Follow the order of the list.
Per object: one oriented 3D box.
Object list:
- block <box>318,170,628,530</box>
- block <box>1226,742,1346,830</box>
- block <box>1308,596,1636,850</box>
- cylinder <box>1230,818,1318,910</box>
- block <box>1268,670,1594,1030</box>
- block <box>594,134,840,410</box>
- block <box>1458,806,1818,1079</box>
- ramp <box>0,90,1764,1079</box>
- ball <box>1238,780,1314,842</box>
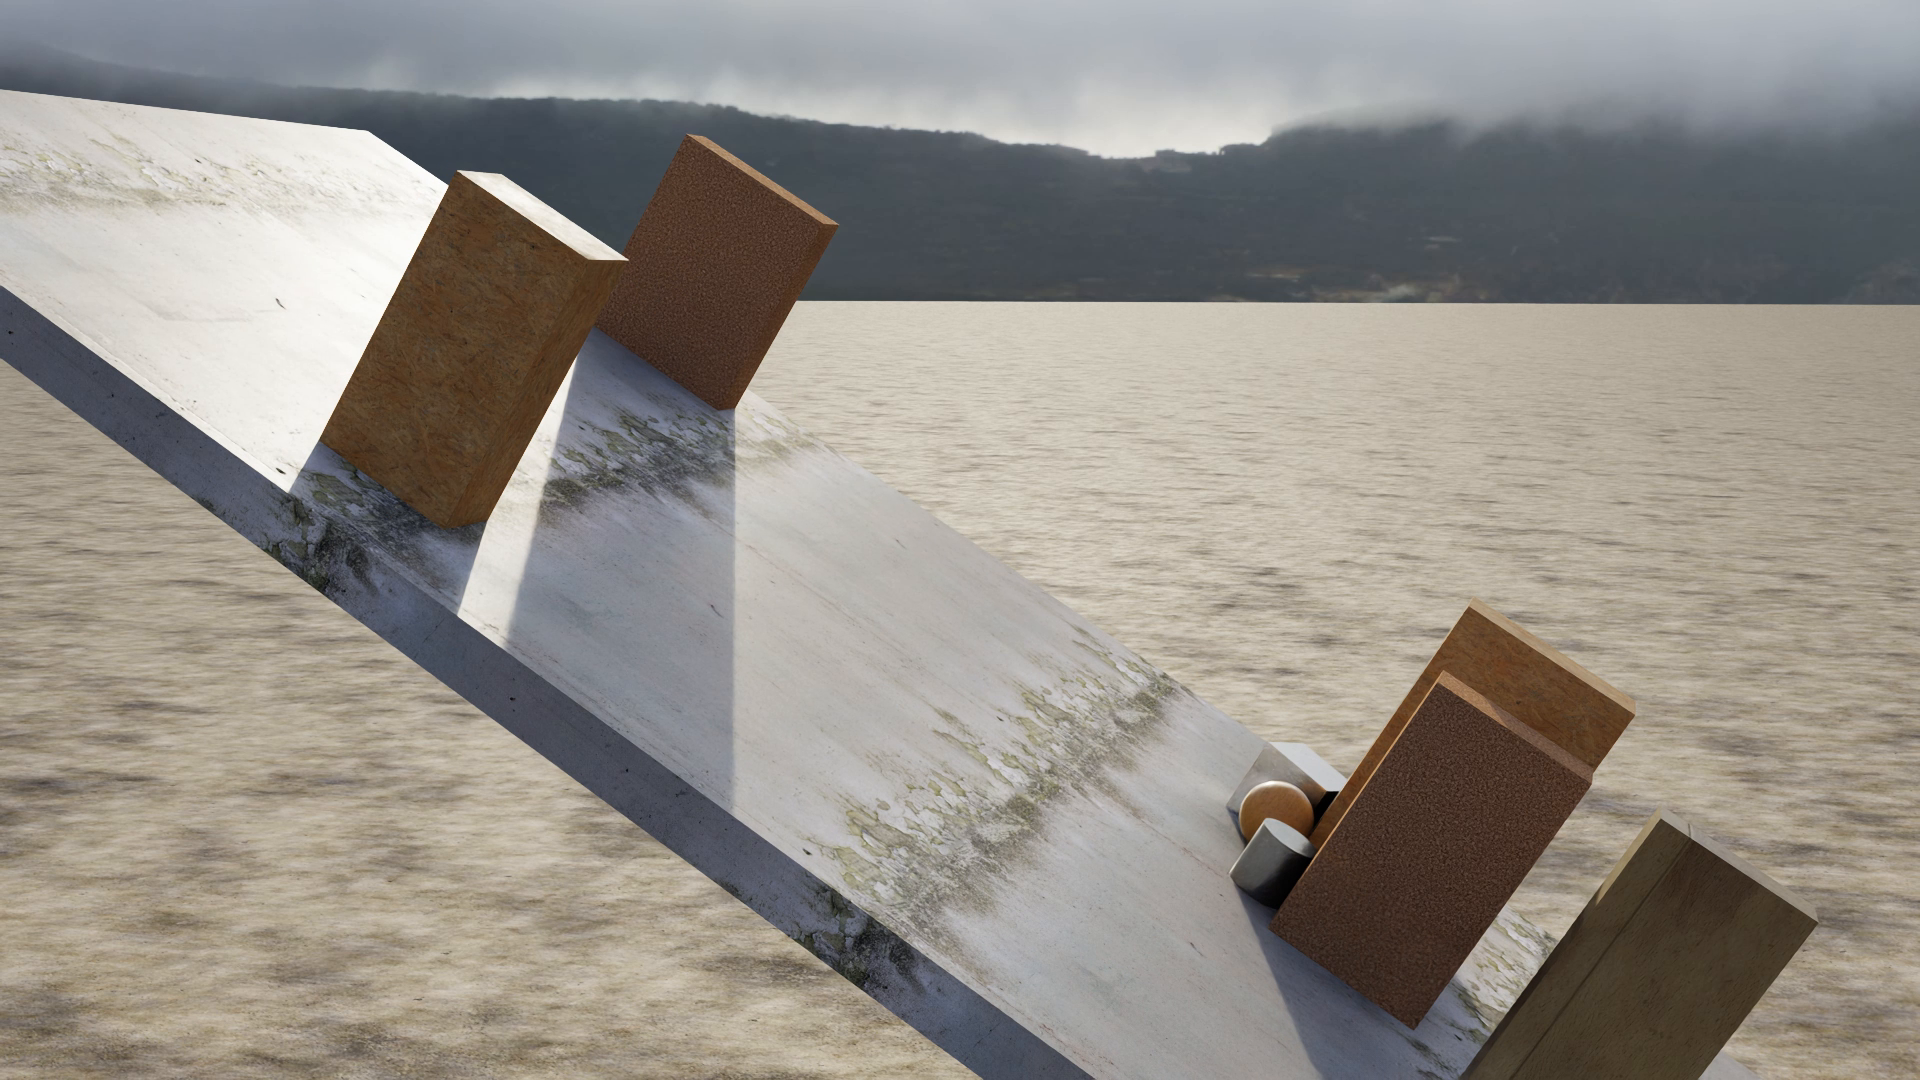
[{"bbox_3d":[-0.777,-0.302,3.505,0.261,0.498,0.141,34,15,11],"label":"block"},{"bbox_3d":[0.664,0.514,4.374,0.158,0.158,0.158,41,17,31],"label":"block"},{"bbox_3d":[0.943,0.469,4.158,0.353,0.623,0.134,34,15,11],"label":"block"},{"bbox_3d":[0.575,0.592,4.022,0.118,0.118,0.118,29,15,-9],"label":"cylinder"},{"bbox_3d":[0.820,0.541,3.845,0.304,0.538,0.121,34,15,11],"label":"block"},{"bbox_3d":[-0.557,-0.598,4.927,0.377,0.483,0.100,34,15,11],"label":"block"},{"bbox_3d":[1.007,0.744,3.376,0.266,0.631,0.089,34,15,11],"label":"block"},{"bbox_3d":[-0.153,0.253,4.112,4.000,0.100,2.000,34,15,11],"label":"ramp"},{"bbox_3d":[0.608,0.534,4.225,0.143,0.143,0.143,0,7,0],"label":"ball"}]
